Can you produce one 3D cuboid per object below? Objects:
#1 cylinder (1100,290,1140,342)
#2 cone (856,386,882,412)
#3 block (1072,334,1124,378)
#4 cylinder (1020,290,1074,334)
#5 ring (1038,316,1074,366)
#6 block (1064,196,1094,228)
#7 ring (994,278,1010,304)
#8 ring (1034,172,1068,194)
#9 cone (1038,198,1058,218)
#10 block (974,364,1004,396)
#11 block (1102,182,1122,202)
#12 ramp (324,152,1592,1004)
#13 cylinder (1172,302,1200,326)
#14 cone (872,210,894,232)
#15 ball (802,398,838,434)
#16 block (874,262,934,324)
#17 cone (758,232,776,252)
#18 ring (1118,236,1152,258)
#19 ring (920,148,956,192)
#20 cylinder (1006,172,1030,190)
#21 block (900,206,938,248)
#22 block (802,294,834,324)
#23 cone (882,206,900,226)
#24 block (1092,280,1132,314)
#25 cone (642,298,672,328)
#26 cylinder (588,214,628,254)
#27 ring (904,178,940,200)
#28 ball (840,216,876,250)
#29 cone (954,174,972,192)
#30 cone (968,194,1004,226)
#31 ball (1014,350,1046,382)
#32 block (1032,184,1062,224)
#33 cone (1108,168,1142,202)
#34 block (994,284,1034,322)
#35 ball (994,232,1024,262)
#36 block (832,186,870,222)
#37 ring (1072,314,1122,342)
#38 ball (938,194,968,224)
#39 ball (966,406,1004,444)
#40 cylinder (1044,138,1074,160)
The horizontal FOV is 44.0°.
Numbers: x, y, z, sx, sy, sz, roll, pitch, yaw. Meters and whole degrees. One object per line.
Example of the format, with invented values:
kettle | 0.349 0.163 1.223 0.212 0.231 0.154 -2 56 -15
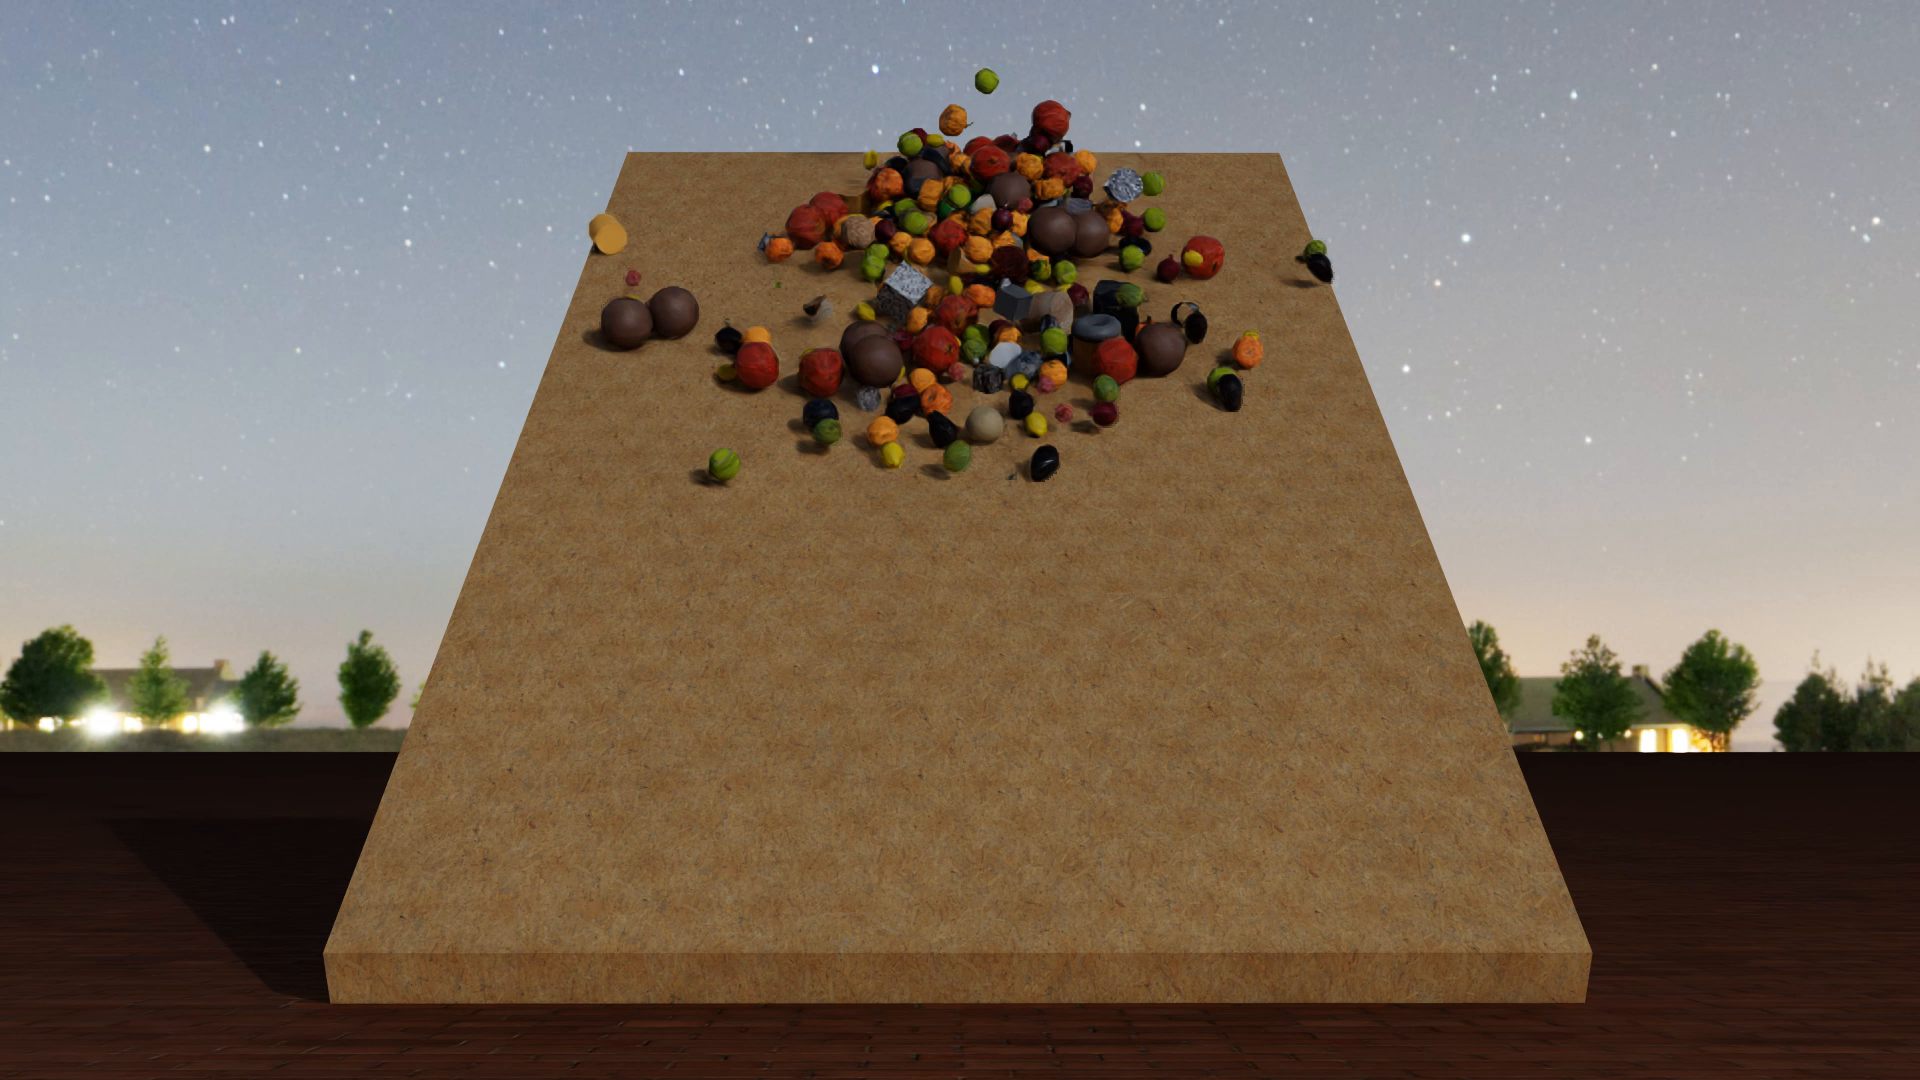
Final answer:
cylinder | 0.401 -0.562 5.969 0.093 0.093 0.093 -5 35 3
cone | -0.206 -0.334 5.600 0.059 0.059 0.059 -1 7 14
block | 0.337 -0.458 5.791 0.087 0.087 0.087 -18 33 -31
cylinder | 0.214 -0.566 5.913 0.099 0.099 0.099 -1 -5 37
ring | 0.233 -0.486 5.782 0.046 0.137 0.137 -31 -7 2
block | 0.328 -0.900 6.532 0.066 0.066 0.066 11 0 8
ring | 0.109 -0.642 6.153 0.026 0.077 0.077 18 -8 -7
ring | 0.266 -1.041 6.955 0.099 0.099 0.033 0 -45 -1
cone | 0.259 -0.943 6.662 0.054 0.054 0.054 5 -41 -46
block | 0.069 -0.384 5.686 0.052 0.052 0.052 24 36 38
block | 0.442 -0.976 6.600 0.055 0.055 0.055 -42 25 -24
ramp | -0.011 -0.225 5.543 2.000 0.100 4.000 0 27 0
cylinder | 0.573 -0.574 6.031 0.057 0.057 0.057 -3 5 27
cone | -0.204 -0.897 6.610 0.067 0.067 0.067 2 -10 -23
ball | -0.321 -0.285 5.457 0.084 0.084 0.084 0 -5 0
block | -0.144 -0.628 6.037 0.094 0.094 0.094 37 -36 0
cone | -0.533 -0.828 6.536 0.053 0.053 0.053 0 27 0
ring | 0.480 -0.804 6.507 0.094 0.031 0.094 9 31 -5
ring | -0.066 -1.082 6.942 0.048 0.143 0.143 -37 2 -11
cylinder | 0.169 -1.055 6.970 0.052 0.052 0.052 -4 -2 -33
block | -0.114 -0.868 6.586 0.080 0.080 0.080 -13 31 -23
block | -0.358 -0.583 6.000 0.051 0.051 0.051 -20 13 25
cone | -0.182 -0.904 6.710 0.066 0.066 0.066 -4 -9 36
block | 0.388 -0.606 6.075 0.085 0.085 0.085 6 31 11
cone | -0.760 -0.573 6.063 0.076 0.076 0.076 -5 -11 43
cylinder | -0.963 -0.837 6.494 0.087 0.087 0.087 2 24 -25
ring | -0.106 -0.986 6.681 0.104 0.035 0.104 1 35 -1
ball | -0.272 -0.816 6.316 0.095 0.095 0.095 0 -5 0
cone | 0.007 -1.039 6.967 0.051 0.051 0.051 5 -19 2
cone | 0.090 -0.882 6.495 0.095 0.095 0.095 39 14 26
ball | 0.170 -0.420 5.728 0.076 0.076 0.076 0 -5 0
block | 0.248 -0.952 6.739 0.073 0.073 0.073 7 35 -6
cone | 0.439 -0.957 6.496 0.097 0.097 0.097 1 -8 -13
block | 0.130 -0.578 5.783 0.062 0.062 0.062 33 34 28
ball | 0.131 -0.794 6.443 0.082 0.082 0.082 0 -5 0
block | -0.309 -0.952 6.745 0.080 0.080 0.080 11 29 22
ring | 0.331 -0.513 5.758 0.123 0.041 0.123 -2 26 1
ball | -0.020 -0.933 6.711 0.082 0.082 0.082 0 -5 0
ball | 0.056 -0.262 5.409 0.088 0.088 0.088 0 -5 0
cylinder | 0.283 -1.123 6.827 0.060 0.060 0.060 20 10 42
